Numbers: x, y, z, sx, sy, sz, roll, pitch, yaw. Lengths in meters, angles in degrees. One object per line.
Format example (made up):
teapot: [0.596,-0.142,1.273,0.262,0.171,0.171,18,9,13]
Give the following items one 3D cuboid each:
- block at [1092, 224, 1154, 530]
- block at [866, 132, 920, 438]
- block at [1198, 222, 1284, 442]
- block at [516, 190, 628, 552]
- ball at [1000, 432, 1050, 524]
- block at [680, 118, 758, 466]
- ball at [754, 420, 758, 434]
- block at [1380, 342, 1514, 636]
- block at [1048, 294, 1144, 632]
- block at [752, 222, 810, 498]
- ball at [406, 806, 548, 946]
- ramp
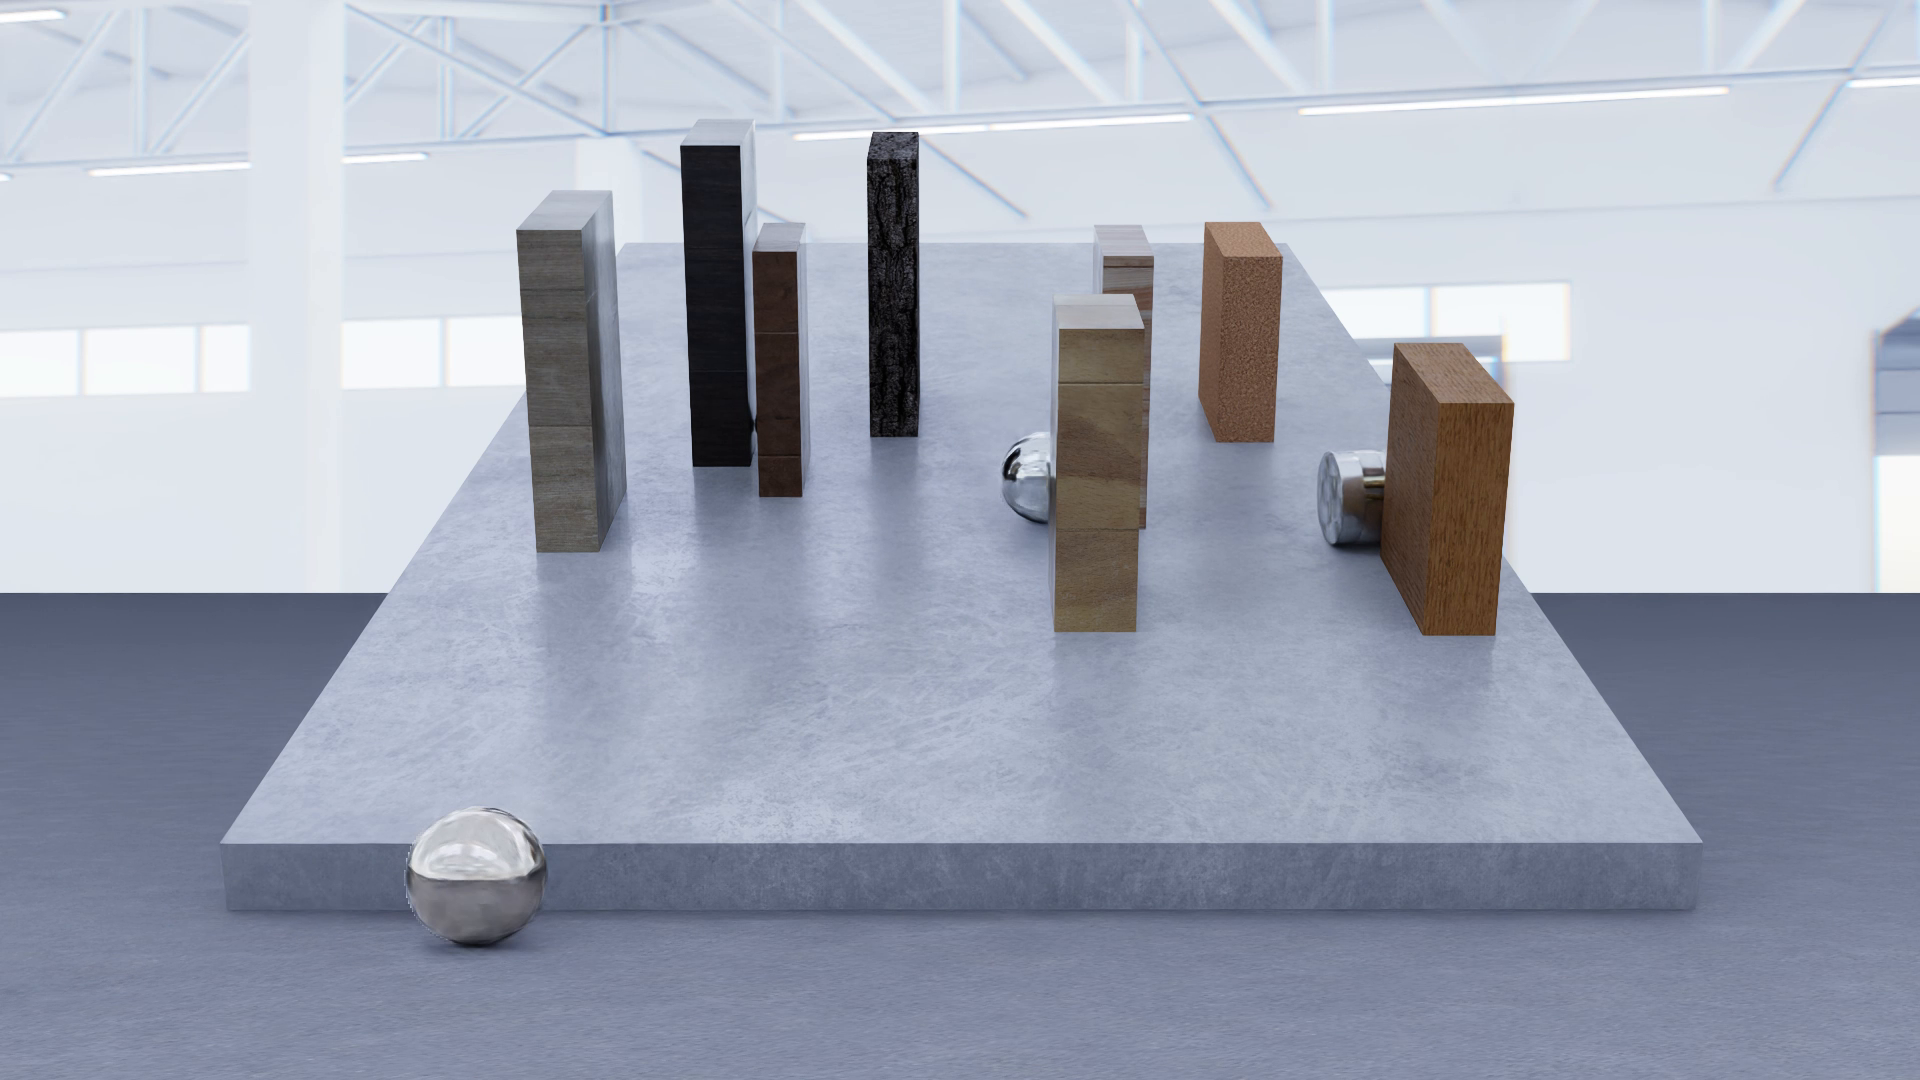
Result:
block: [0.307,-0.317,4.329,0.093,0.527,0.292,0,19,0]
block: [-0.143,-0.566,4.935,0.103,0.599,0.371,0,19,0]
block: [0.610,-0.461,4.936,0.123,0.403,0.377,0,19,0]
block: [-0.723,-0.324,4.231,0.115,0.600,0.384,0,19,0]
ball: [0.164,-0.119,4.292,0.176,0.176,0.176,0,-1,0]
block: [-0.493,-0.521,4.709,0.119,0.662,0.349,0,19,0]
ball: [-0.381,-0.245,4.762,0.106,0.106,0.106,0,-1,0]
block: [0.832,-0.096,3.882,0.121,0.402,0.396,0,19,0]
block: [0.226,-0.132,3.804,0.137,0.521,0.247,0,19,0]
block: [-0.355,-0.364,4.515,0.085,0.493,0.284,0,19,0]
ball: [-0.592,0.412,2.767,0.169,0.169,0.169,0,-1,0]
ramp: [-0.004,-0.198,4.943,2.000,0.100,4.000,0,19,0]
